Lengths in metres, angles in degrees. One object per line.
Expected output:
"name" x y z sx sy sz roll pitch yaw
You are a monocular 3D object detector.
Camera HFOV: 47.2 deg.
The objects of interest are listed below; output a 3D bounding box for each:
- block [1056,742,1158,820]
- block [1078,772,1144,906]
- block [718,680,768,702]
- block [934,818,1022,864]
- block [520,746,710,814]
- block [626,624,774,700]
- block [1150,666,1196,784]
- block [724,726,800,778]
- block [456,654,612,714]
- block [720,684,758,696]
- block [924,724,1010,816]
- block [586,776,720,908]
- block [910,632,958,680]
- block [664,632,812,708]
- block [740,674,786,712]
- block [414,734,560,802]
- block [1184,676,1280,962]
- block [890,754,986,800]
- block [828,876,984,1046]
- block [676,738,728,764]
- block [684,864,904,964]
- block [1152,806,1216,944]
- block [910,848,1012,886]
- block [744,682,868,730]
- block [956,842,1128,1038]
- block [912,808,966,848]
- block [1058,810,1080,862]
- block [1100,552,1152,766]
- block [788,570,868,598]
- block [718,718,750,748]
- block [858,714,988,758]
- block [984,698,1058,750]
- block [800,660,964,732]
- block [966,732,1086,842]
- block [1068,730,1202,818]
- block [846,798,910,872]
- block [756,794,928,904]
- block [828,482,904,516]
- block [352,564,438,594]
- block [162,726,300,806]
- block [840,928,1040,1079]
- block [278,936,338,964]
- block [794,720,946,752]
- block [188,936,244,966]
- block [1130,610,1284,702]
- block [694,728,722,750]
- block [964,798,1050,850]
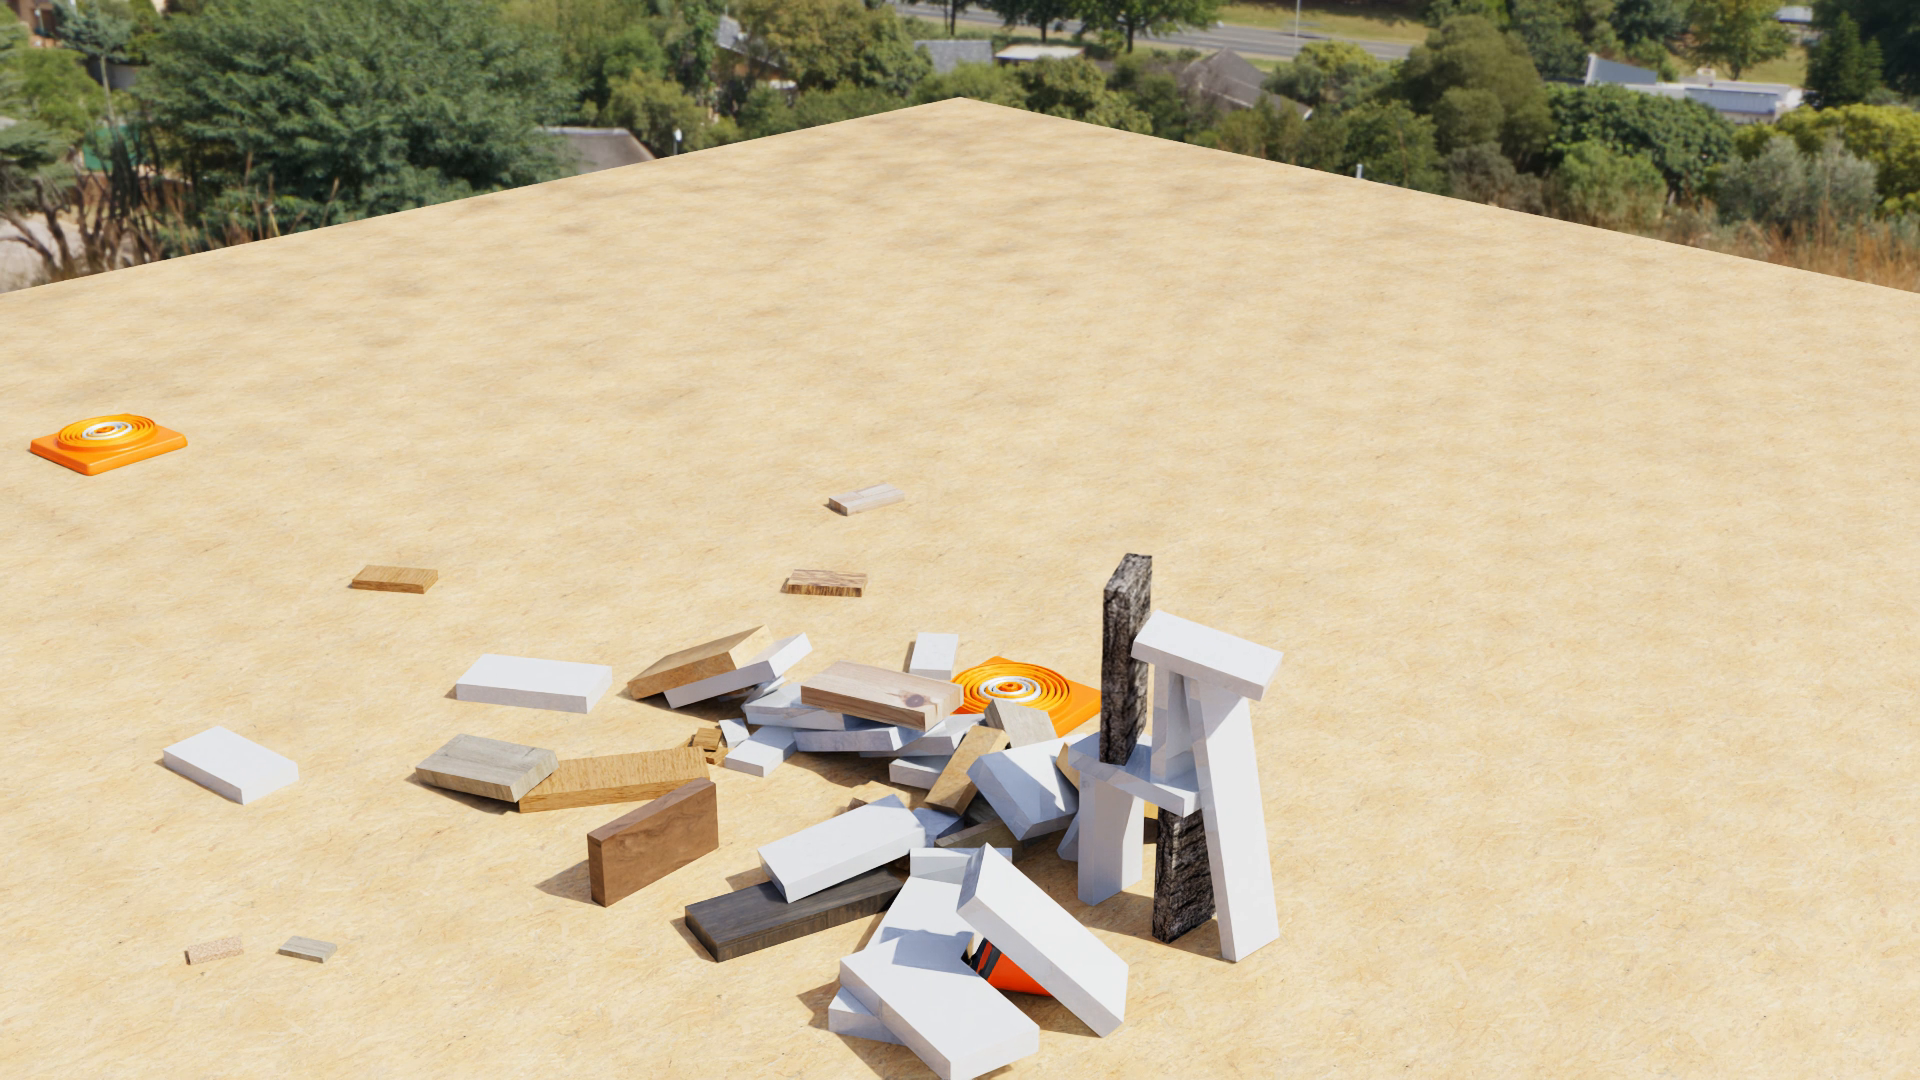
"block" 0.378 0.494 4.360 0.349 0.049 0.175 15 15 -27
"block" 0.285 0.538 4.139 0.138 0.275 0.039 -20 30 -39
"block" -0.478 0.332 4.890 0.121 0.017 0.061 -16 8 41
"block" 0.036 0.597 4.231 0.191 0.095 0.027 -15 27 -32
"block" -0.717 0.494 4.546 0.387 0.039 0.137 -5 23 -12
"block" -0.578 0.272 4.892 0.309 0.044 0.154 -18 11 33
"block" 0.396 0.305 3.929 0.120 0.239 0.034 -21 31 -40
"block" -0.409 0.442 4.683 0.095 0.027 0.191 11 25 25
"block" -0.956 0.322 4.946 0.309 0.044 0.154 5 23 11
"block" -0.491 0.322 4.859 0.061 0.017 0.121 -30 11 -34
"block" 0.015 0.462 4.422 0.095 0.027 0.191 5 55 51
"block" -0.585 0.577 4.216 0.041 0.145 0.290 19 29 37
"block" -0.059 0.269 5.092 0.095 0.027 0.191 2 23 5
"block" -0.490 0.289 4.853 0.309 0.044 0.154 -18 11 33
"block" -0.433 0.338 4.832 0.061 0.122 0.017 -25 78 -37
"block" -0.976 0.468 4.537 0.274 0.039 0.137 6 30 33
"block" 0.487 0.475 3.941 0.120 0.554 0.034 -20 17 -39
"block" 0.010 0.477 4.532 0.282 0.040 0.141 7 19 33
"block" -0.078 0.749 3.934 0.172 0.049 0.441 7 24 16
"block" -0.550 0.450 4.682 0.103 0.015 0.051 12 26 27
"block" -0.306 0.682 4.102 0.386 0.041 0.145 -13 26 -28
"block" 0.416 0.588 4.021 0.138 0.275 0.039 -21 31 -40
"block" 0.002 0.629 4.154 0.191 0.095 0.027 0 27 0
"block" -0.303 0.356 4.720 0.304 0.043 0.152 -1 16 43
"block" 0.146 0.689 3.792 0.345 0.049 0.172 42 22 -10
"block" -0.065 0.566 4.318 0.099 0.028 0.197 7 7 15
"block" 0.270 0.537 4.220 0.095 0.191 0.027 14 26 -27
"block" 0.302 0.216 4.003 0.049 0.345 0.172 7 24 16
"block" -0.329 0.108 5.474 0.186 0.026 0.093 3 23 6
"block" -0.487 0.417 4.759 0.051 0.015 0.103 -6 24 -15
"block" -0.070 0.410 4.617 0.282 0.040 0.141 -7 12 43
"block" 0.152 0.449 4.458 0.141 0.040 0.282 16 34 -33
"block" -0.163 0.322 4.579 0.304 0.043 0.152 10 23 29
"block" 0.184 0.484 4.347 0.349 0.049 0.175 -5 49 -51
"block" 0.346 0.417 4.021 0.275 0.039 0.138 21 31 40
"block" -0.153 0.576 4.304 0.099 0.028 0.197 23 13 -22
"block" -0.223 0.582 4.166 0.290 0.041 0.145 -20 29 -18
"block" -0.254 -0.111 5.988 0.186 0.026 0.093 -16 28 -33
"block" -1.411 0.098 5.495 0.186 0.026 0.093 4 23 9
"block" -1.527 0.470 4.604 0.274 0.039 0.137 17 28 34
"block" -0.039 0.785 3.722 0.175 0.049 0.349 -14 27 -31
"block" -1.183 0.743 3.992 0.093 0.013 0.046 8 24 17
"block" -0.193 0.398 4.630 0.304 0.043 0.152 -6 12 46
"block" -1.350 0.744 3.990 0.093 0.013 0.046 -10 25 -21
"block" 0.432 0.201 3.843 0.239 0.034 0.120 19 33 16
"block" -0.540 0.425 4.707 0.051 0.015 0.103 6 11 -2
"block" 0.077 0.561 4.402 0.099 0.028 0.197 -19 29 -37
